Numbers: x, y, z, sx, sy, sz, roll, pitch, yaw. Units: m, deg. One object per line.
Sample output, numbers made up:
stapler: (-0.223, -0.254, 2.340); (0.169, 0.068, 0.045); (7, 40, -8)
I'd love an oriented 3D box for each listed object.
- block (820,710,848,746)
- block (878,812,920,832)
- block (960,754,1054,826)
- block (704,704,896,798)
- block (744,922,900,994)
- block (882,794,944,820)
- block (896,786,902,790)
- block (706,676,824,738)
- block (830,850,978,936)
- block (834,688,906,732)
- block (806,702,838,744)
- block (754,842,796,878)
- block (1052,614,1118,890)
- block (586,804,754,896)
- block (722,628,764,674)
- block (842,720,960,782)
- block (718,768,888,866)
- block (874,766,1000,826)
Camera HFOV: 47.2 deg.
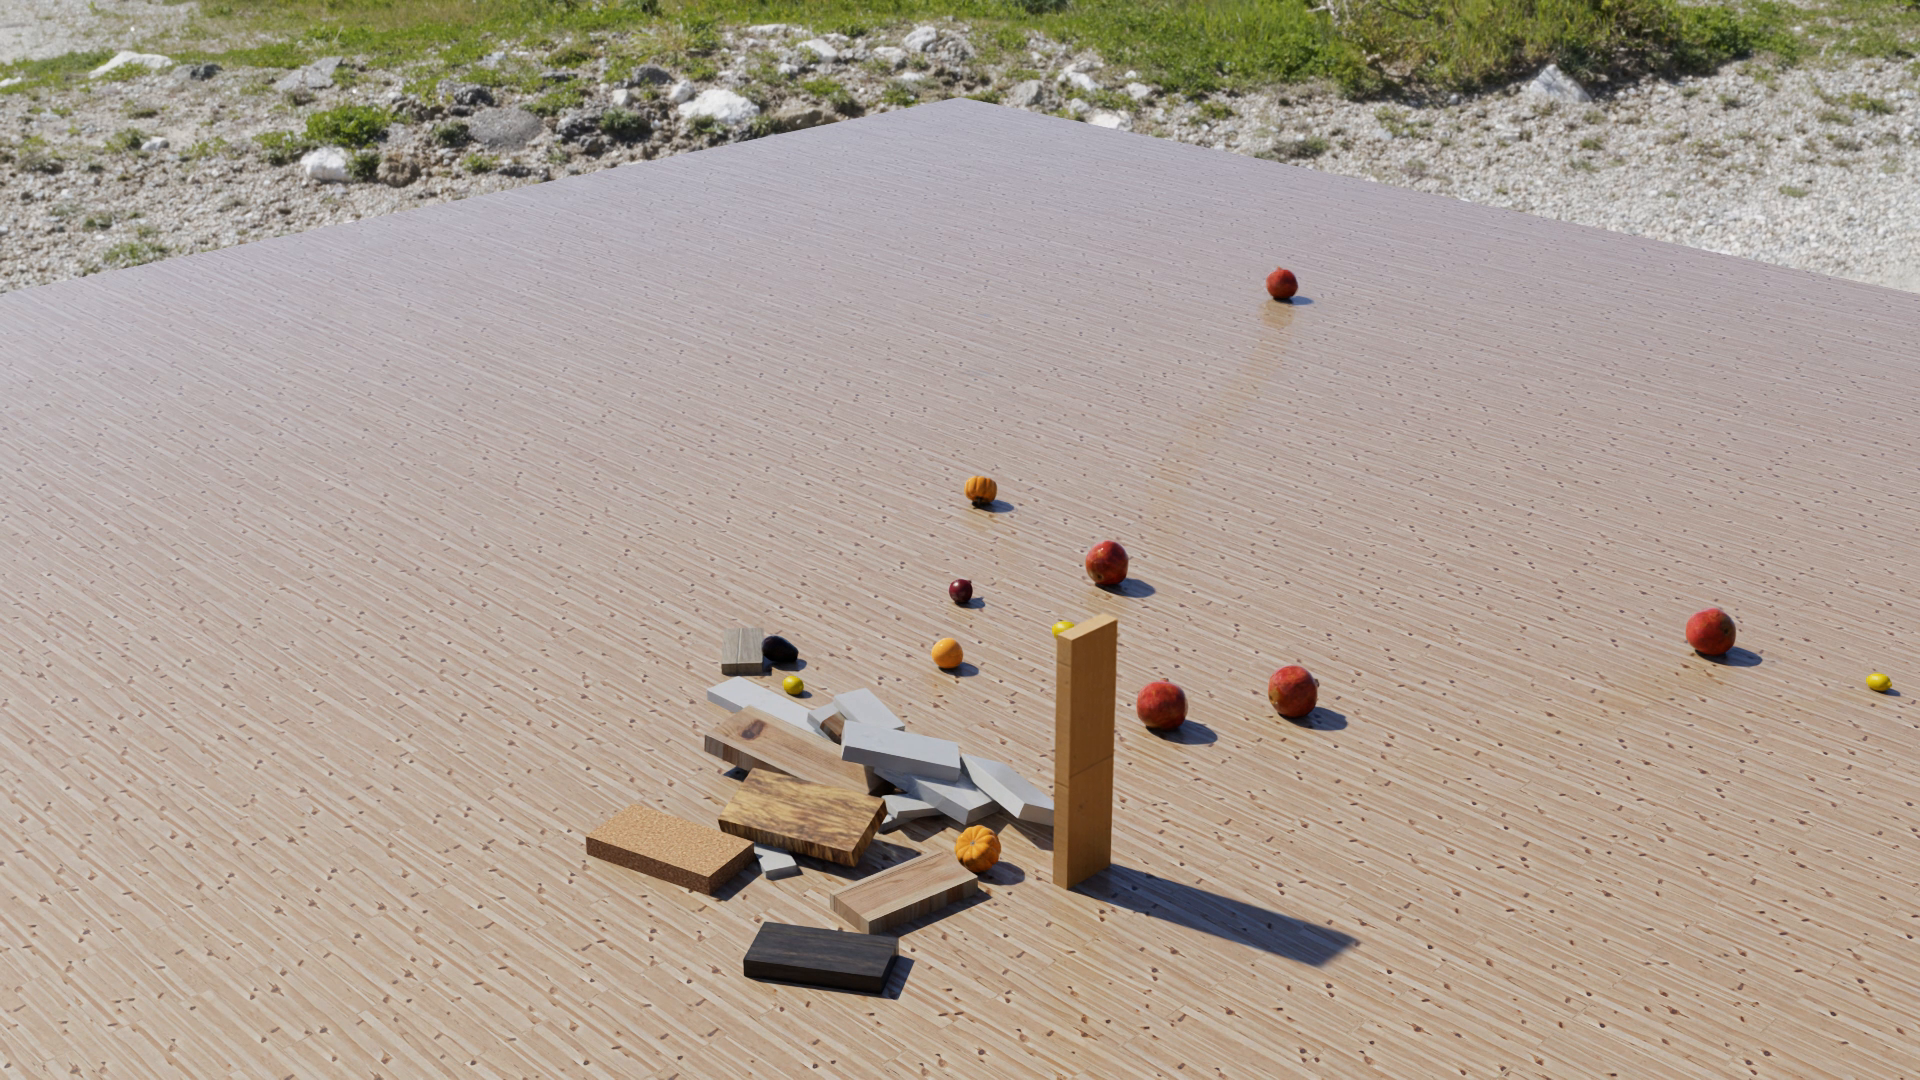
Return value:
block: (-0.211, 0.424, 4.625); (0.160, 0.023, 0.080); (42, 44, 20)
block: (-0.133, 0.552, 4.438); (0.125, 0.018, 0.063); (-16, 28, -34)
block: (0.104, 0.507, 4.456); (0.120, 0.034, 0.239); (18, 9, -37)
block: (-0.332, 0.458, 4.563); (0.387, 0.042, 0.148); (21, 32, 27)
block: (-0.248, 0.749, 3.949); (0.254, 0.036, 0.127); (5, 24, 12)
block: (-0.091, 0.532, 4.417); (0.125, 0.018, 0.063); (0, 24, -36)
block: (-0.152, 0.447, 4.590); (0.160, 0.023, 0.080); (41, 40, 19)
block: (-0.399, 0.383, 4.825); (0.371, 0.027, 0.094); (21, 31, 40)
block: (-0.105, 0.665, 4.148); (0.254, 0.036, 0.127); (-17, 28, -34)
block: (-0.192, 0.368, 4.626); (0.080, 0.023, 0.160); (-12, 33, -31)
block: (-0.231, 0.414, 4.696); (0.094, 0.027, 0.188); (-20, 43, -39)
block: (-0.367, 0.616, 4.286); (0.063, 0.018, 0.125); (-9, 25, -20)
block: (0.235, 0.402, 4.140); (0.036, 0.527, 0.127); (21, 31, 41)
block: (-0.566, 0.601, 4.290); (0.297, 0.042, 0.148); (13, 26, 28)
block: (-0.505, 0.258, 5.120); (0.094, 0.027, 0.188); (-1, 23, -3)
block: (-0.122, 0.431, 4.492); (0.239, 0.034, 0.120); (12, 20, -7)
block: (-0.309, 0.544, 4.327); (0.297, 0.042, 0.149); (10, 42, 23)
block: (-0.044, 0.497, 4.470); (0.239, 0.034, 0.120); (26, 22, 30)
